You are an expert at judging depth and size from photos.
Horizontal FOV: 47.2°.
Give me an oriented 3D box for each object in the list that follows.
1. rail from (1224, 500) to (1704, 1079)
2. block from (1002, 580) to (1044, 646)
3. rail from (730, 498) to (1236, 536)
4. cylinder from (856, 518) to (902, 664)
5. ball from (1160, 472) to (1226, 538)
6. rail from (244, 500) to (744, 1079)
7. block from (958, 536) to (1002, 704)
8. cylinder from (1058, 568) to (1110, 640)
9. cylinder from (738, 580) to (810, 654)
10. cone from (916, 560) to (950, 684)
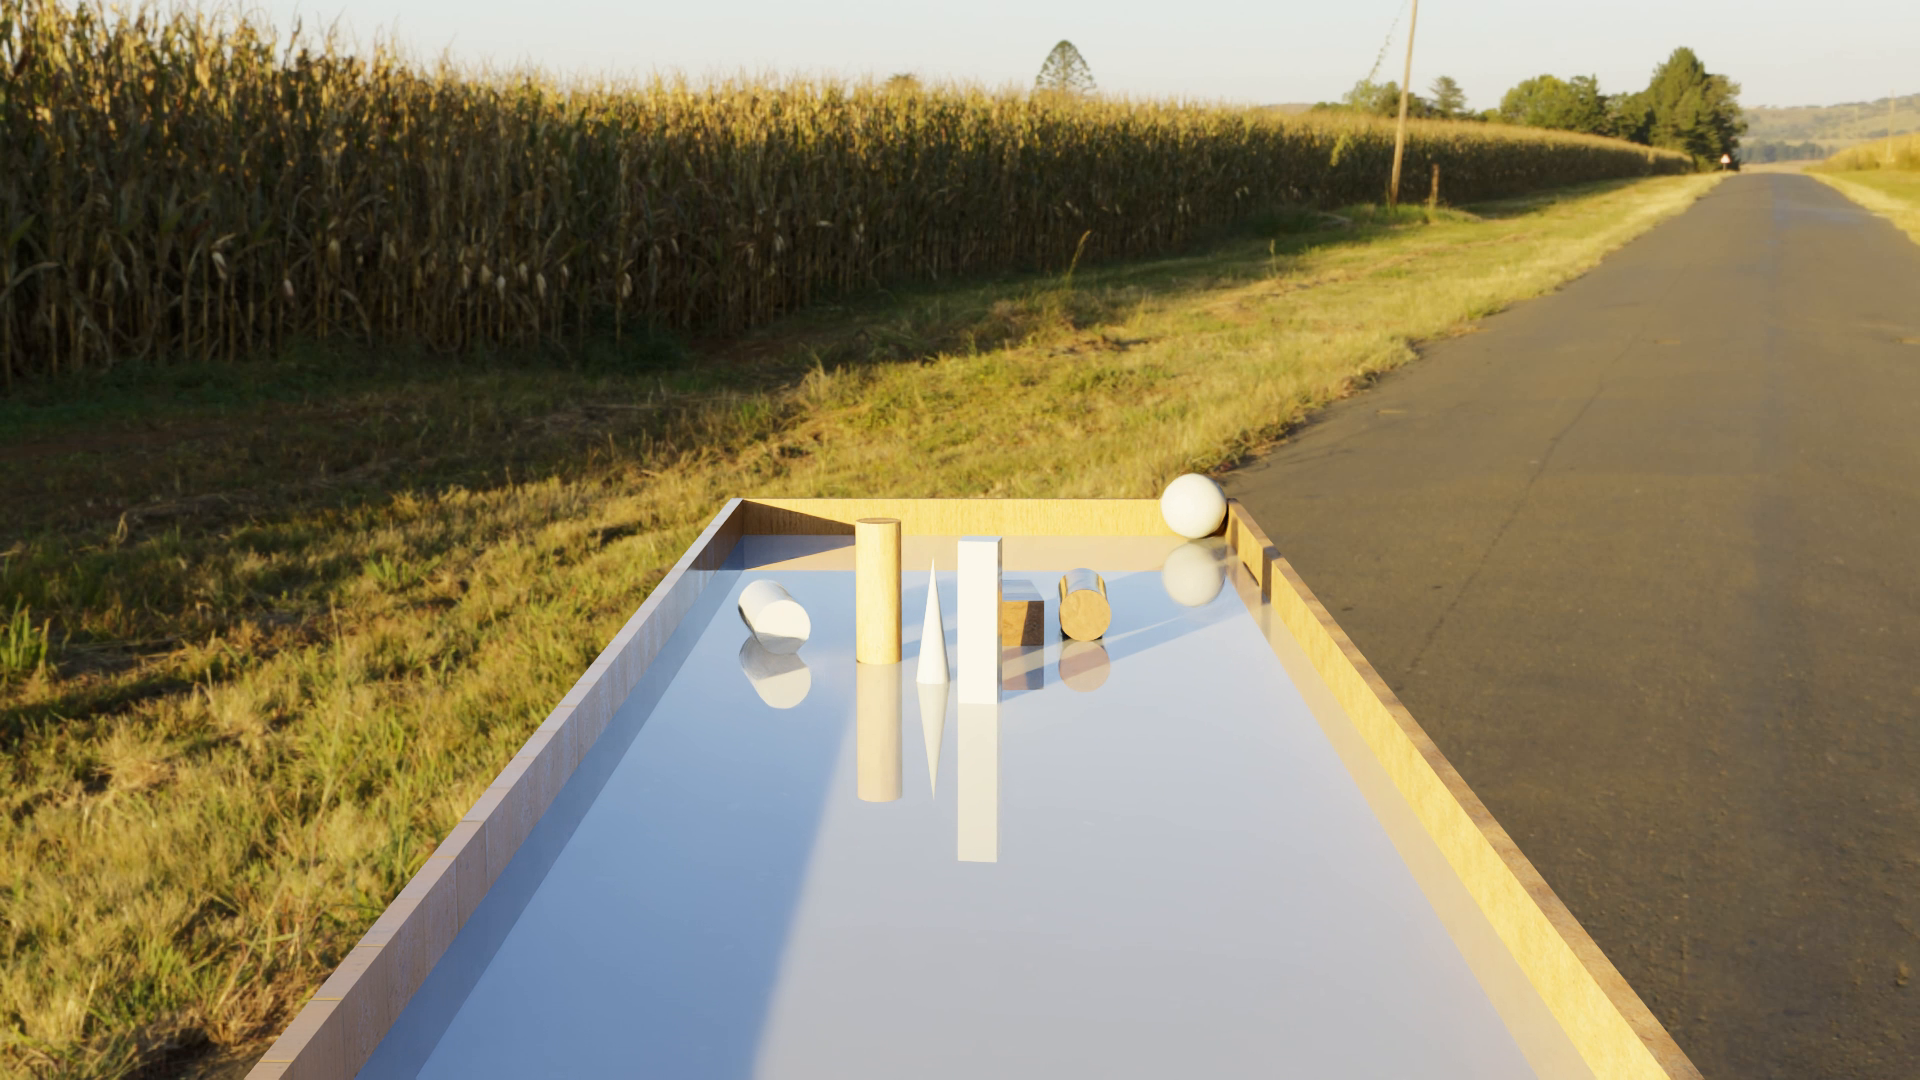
[{"bbox_3d":[1.046,0.843,3.208,0.050,0.150,12.000,0,9,1],"label":"rail"},{"bbox_3d":[0.177,0.232,7.088,0.143,0.143,0.379,-1,9,-5],"label":"block"},{"bbox_3d":[0.099,-0.098,9.147,2.100,0.150,0.050,0,9,1],"label":"rail"},{"bbox_3d":[-0.246,0.153,6.674,0.139,0.428,0.139,0,9,0],"label":"cylinder"},{"bbox_3d":[0.953,-0.140,8.968,0.267,0.267,0.267,0,9,0],"label":"ball"},{"bbox_3d":[-1.004,0.839,3.234,0.050,0.150,12.000,0,9,1],"label":"rail"},{"bbox_3d":[0.057,0.222,6.149,0.109,0.456,0.109,1,9,9],"label":"block"},{"bbox_3d":[0.402,0.207,7.173,0.166,0.166,0.409,0,9,2],"label":"cylinder"},{"bbox_3d":[-0.589,0.241,6.947,0.171,0.171,0.379,-2,9,-13],"label":"cylinder"},{"bbox_3d":[-0.077,0.230,6.398,0.101,0.364,0.101,0,9,0],"label":"cone"}]
